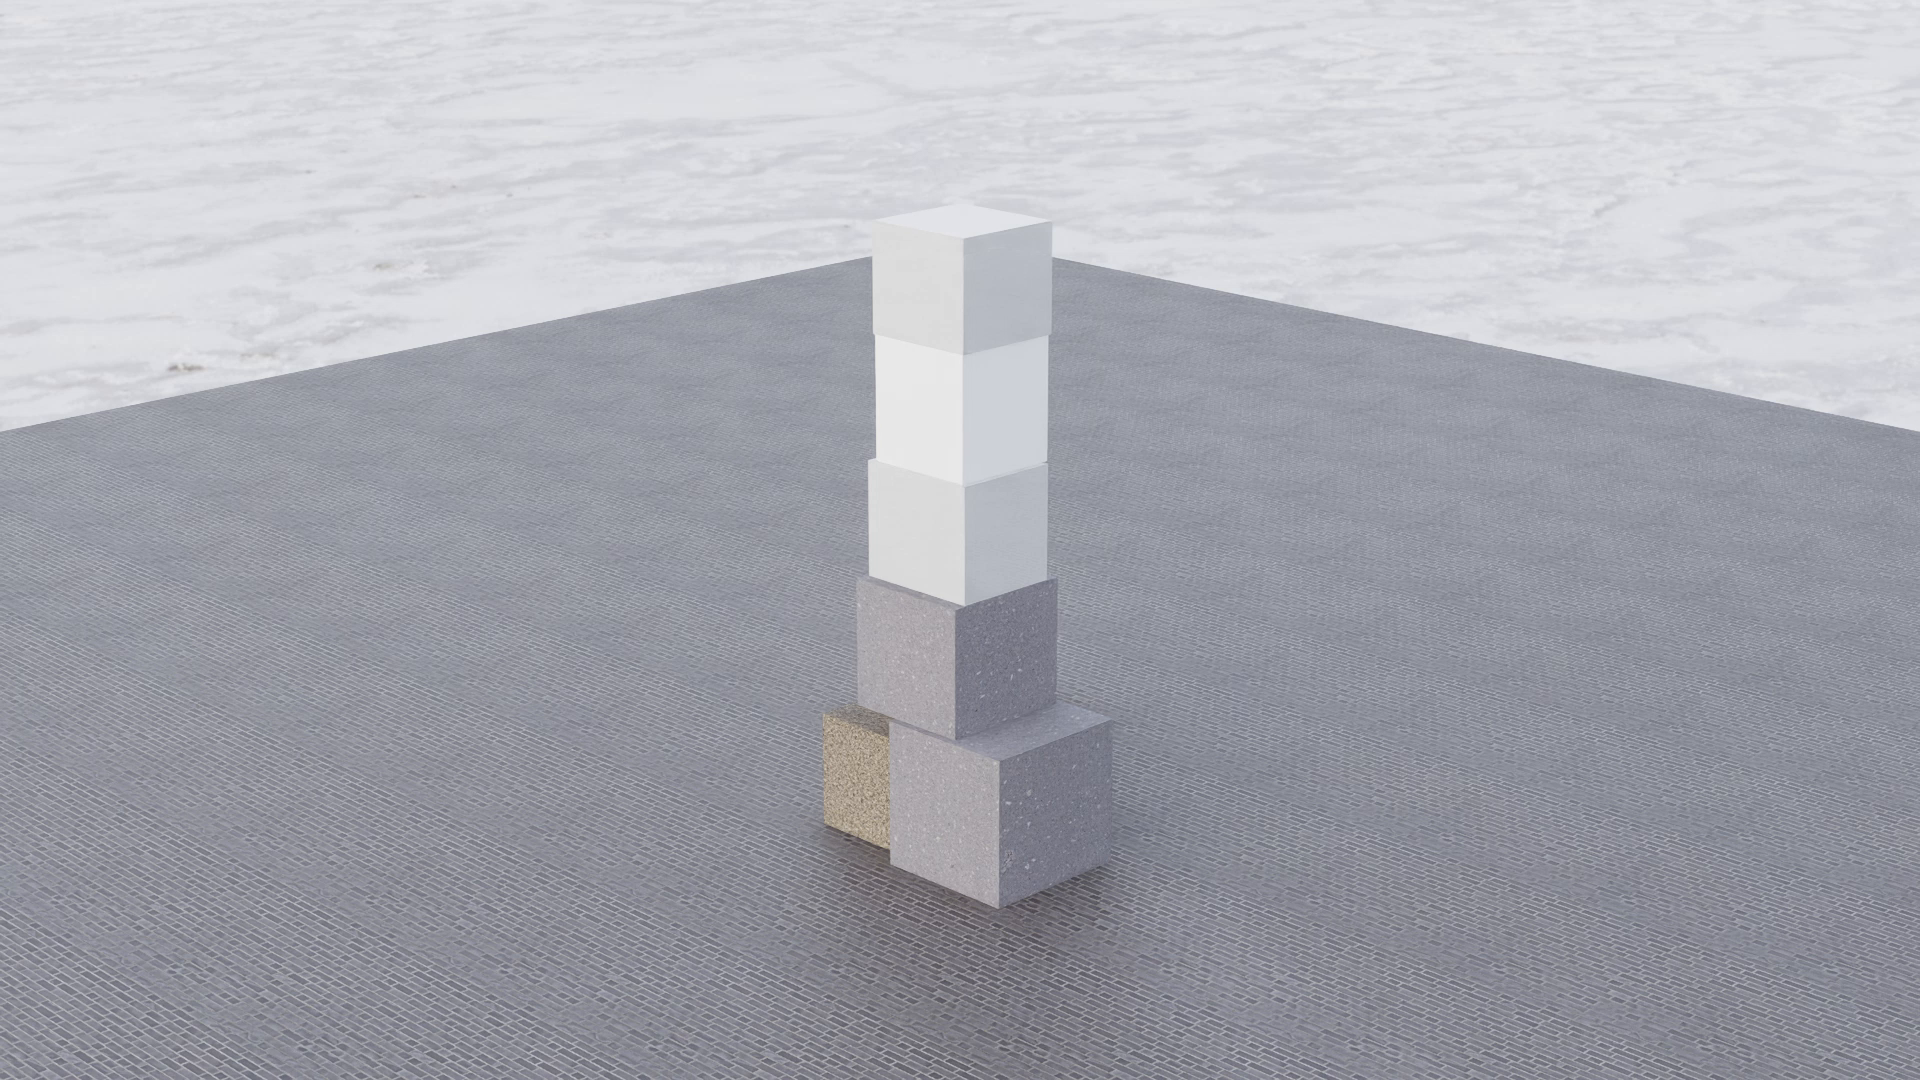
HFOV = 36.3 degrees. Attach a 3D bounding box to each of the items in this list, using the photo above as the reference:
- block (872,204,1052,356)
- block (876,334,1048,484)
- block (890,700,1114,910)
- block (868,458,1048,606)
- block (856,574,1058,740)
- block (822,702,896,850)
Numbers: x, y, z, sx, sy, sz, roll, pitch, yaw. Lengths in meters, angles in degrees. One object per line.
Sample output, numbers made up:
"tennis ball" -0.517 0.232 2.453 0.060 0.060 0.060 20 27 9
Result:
"block" 0.010 -1.163 12.987 0.556 0.514 0.568 -17 24 -42
"block" 0.008 -0.637 13.150 0.541 0.587 0.550 -17 24 -42
"block" 0.189 1.158 13.480 0.745 0.708 0.701 -17 24 -42
"block" -0.010 -0.090 13.303 0.531 0.549 0.617 -17 24 -42
"block" -0.013 0.466 13.475 0.663 0.615 0.637 -17 24 -42
"block" -0.242 1.085 13.956 0.591 0.562 0.562 -17 24 -42
